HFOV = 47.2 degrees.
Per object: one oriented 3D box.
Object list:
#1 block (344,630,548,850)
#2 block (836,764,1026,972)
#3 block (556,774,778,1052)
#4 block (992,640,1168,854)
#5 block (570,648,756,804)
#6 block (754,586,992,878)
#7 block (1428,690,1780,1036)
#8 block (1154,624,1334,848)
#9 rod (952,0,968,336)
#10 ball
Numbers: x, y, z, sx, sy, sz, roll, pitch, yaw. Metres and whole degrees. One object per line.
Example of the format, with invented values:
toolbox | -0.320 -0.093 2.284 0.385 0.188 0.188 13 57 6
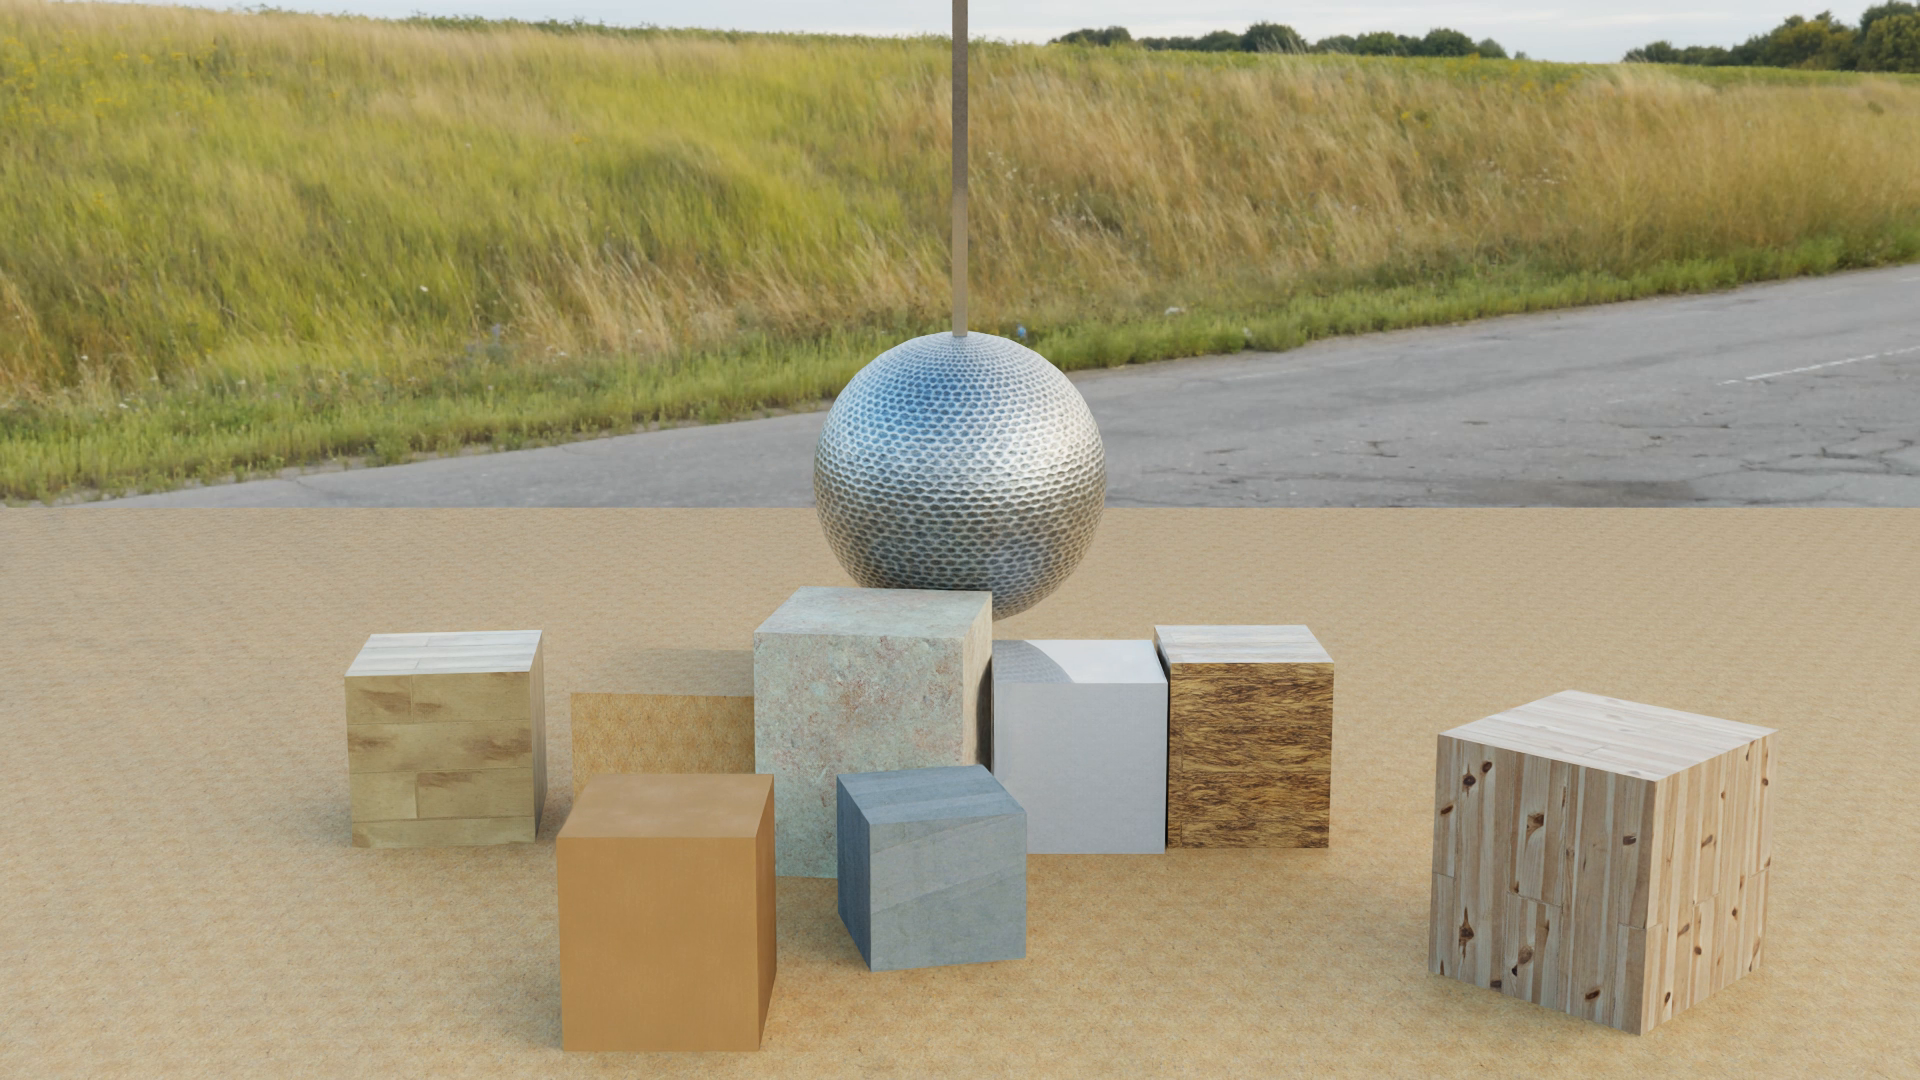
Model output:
block | -2.652 1.019 11.461 0.901 0.894 0.945 -1 10 -7
block | -0.137 1.443 9.786 0.687 0.659 0.766 -3 11 -14
block | -1.167 1.491 8.931 0.764 0.870 0.864 0 10 0
block | 0.594 1.048 11.352 0.854 0.876 0.951 0 10 0
block | -1.389 1.076 11.354 0.980 0.820 0.979 1 10 5
block | -0.408 0.944 11.013 1.005 1.203 1.106 1 10 8
block | 2.734 1.324 9.356 0.987 1.048 1.077 10 14 44
block | 1.443 1.001 11.383 0.808 0.958 0.855 0 10 -1
rod | 0.000 -3.565 10.889 0.080 5.200 0.080 0 18 0
ball | 0.000 -0.332 11.942 1.600 1.600 1.600 0 10 0
